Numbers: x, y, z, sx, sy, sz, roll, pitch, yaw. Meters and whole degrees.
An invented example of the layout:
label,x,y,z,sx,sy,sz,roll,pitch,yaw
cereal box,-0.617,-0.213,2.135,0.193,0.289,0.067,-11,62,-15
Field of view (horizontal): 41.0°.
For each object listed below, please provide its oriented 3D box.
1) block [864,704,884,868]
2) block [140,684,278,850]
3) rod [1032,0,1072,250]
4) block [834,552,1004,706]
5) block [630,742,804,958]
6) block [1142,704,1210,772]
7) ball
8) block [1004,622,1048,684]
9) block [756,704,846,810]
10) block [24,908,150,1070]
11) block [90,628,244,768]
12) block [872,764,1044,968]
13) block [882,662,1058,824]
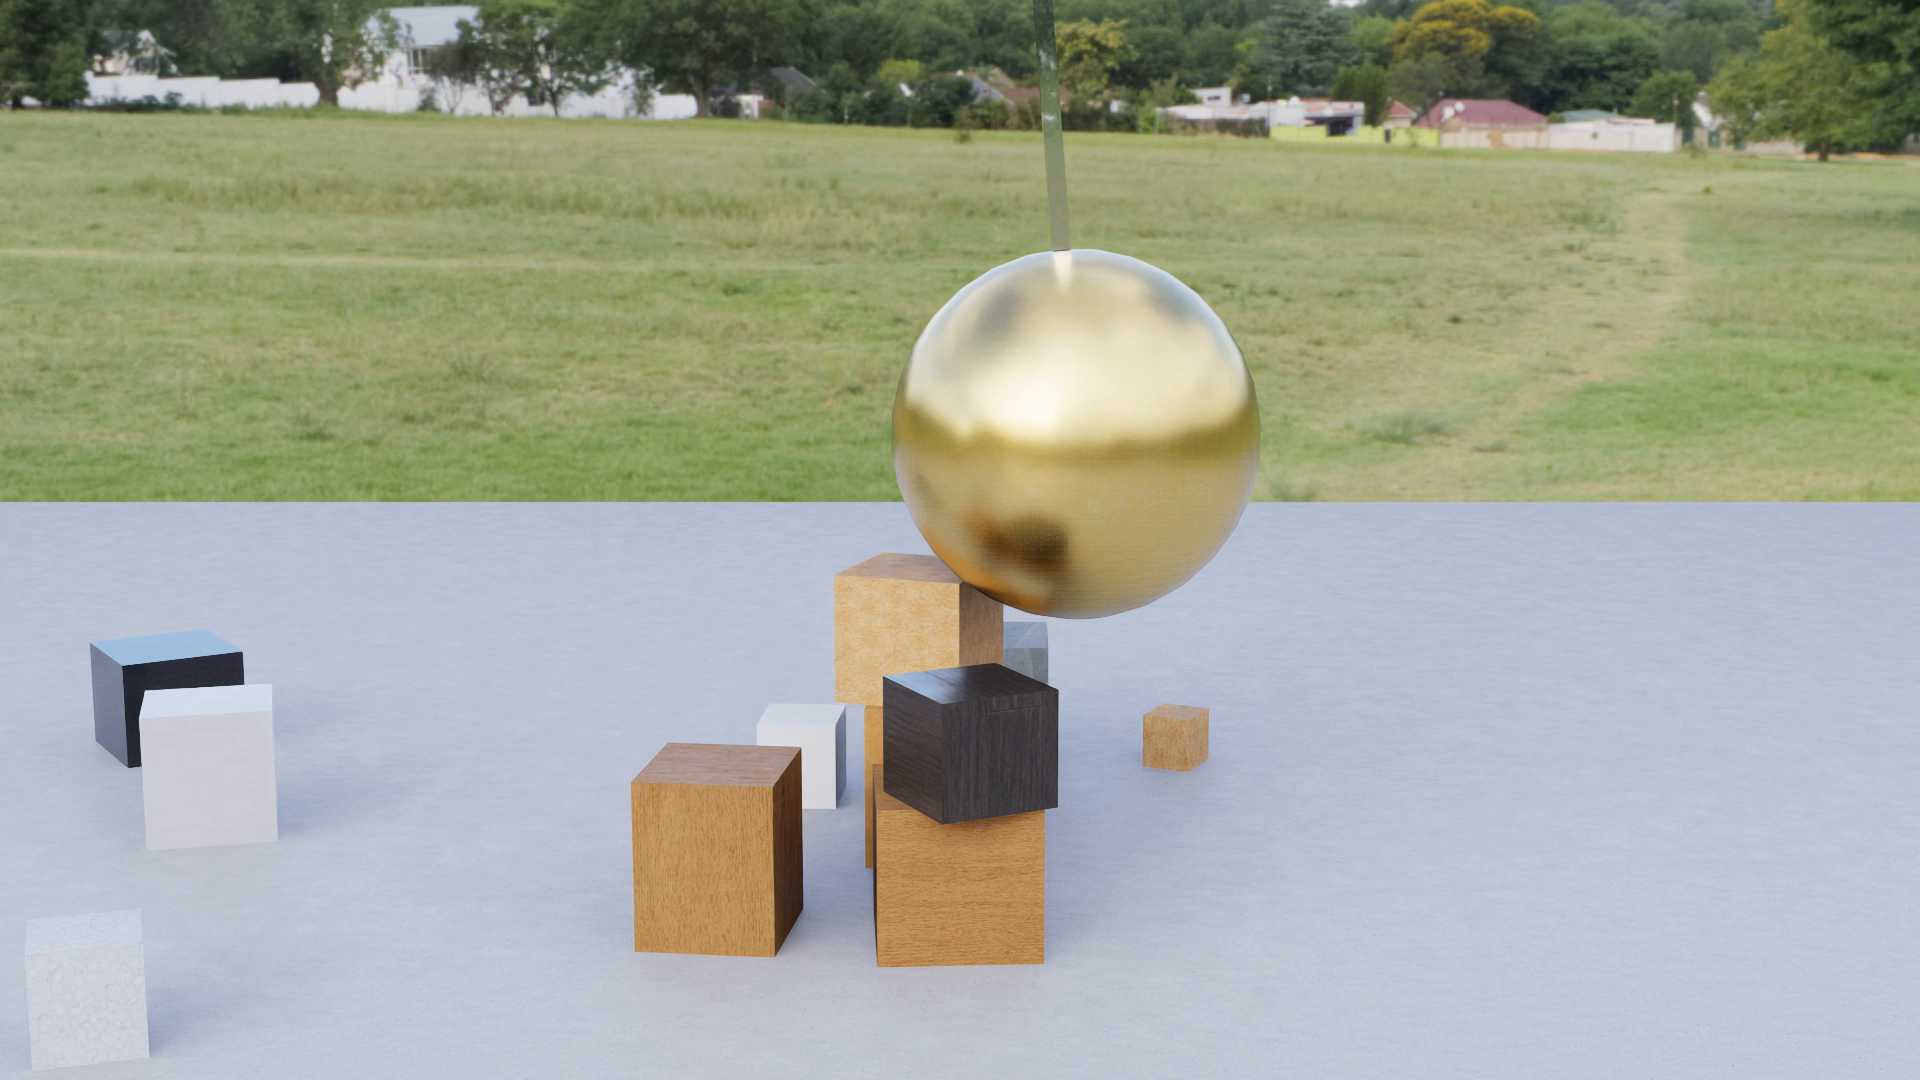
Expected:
label,x,y,z,sx,sy,sz,roll,pitch,yaw
block,-0.048,1.053,11.728,0.715,0.731,0.664,1,10,3
block,-3.509,1.055,12.018,0.581,0.624,0.550,-3,11,-14
rod,0.217,-3.790,10.491,0.080,5.200,0.080,-5,10,1
block,-0.179,0.409,11.609,0.590,0.580,0.591,4,11,20
block,-0.992,1.269,10.600,0.577,0.710,0.627,1,10,7
block,1.113,1.016,13.223,0.251,0.270,0.288,5,11,26
ball,0.500,-0.456,11.097,1.600,1.600,1.600,0,10,0
block,0.140,0.800,13.413,0.633,0.627,0.636,0,10,1
block,-0.773,1.057,12.588,0.379,0.416,0.415,1,10,5
block,-3.182,1.634,9.360,0.399,0.436,0.400,-3,11,-18
block,-4.172,0.825,13.522,0.619,0.538,0.652,-6,12,-32
block,-0.016,1.318,10.513,0.665,0.646,0.694,-1,10,-3
block,0.038,0.801,10.210,0.513,0.479,0.527,-5,12,-27
